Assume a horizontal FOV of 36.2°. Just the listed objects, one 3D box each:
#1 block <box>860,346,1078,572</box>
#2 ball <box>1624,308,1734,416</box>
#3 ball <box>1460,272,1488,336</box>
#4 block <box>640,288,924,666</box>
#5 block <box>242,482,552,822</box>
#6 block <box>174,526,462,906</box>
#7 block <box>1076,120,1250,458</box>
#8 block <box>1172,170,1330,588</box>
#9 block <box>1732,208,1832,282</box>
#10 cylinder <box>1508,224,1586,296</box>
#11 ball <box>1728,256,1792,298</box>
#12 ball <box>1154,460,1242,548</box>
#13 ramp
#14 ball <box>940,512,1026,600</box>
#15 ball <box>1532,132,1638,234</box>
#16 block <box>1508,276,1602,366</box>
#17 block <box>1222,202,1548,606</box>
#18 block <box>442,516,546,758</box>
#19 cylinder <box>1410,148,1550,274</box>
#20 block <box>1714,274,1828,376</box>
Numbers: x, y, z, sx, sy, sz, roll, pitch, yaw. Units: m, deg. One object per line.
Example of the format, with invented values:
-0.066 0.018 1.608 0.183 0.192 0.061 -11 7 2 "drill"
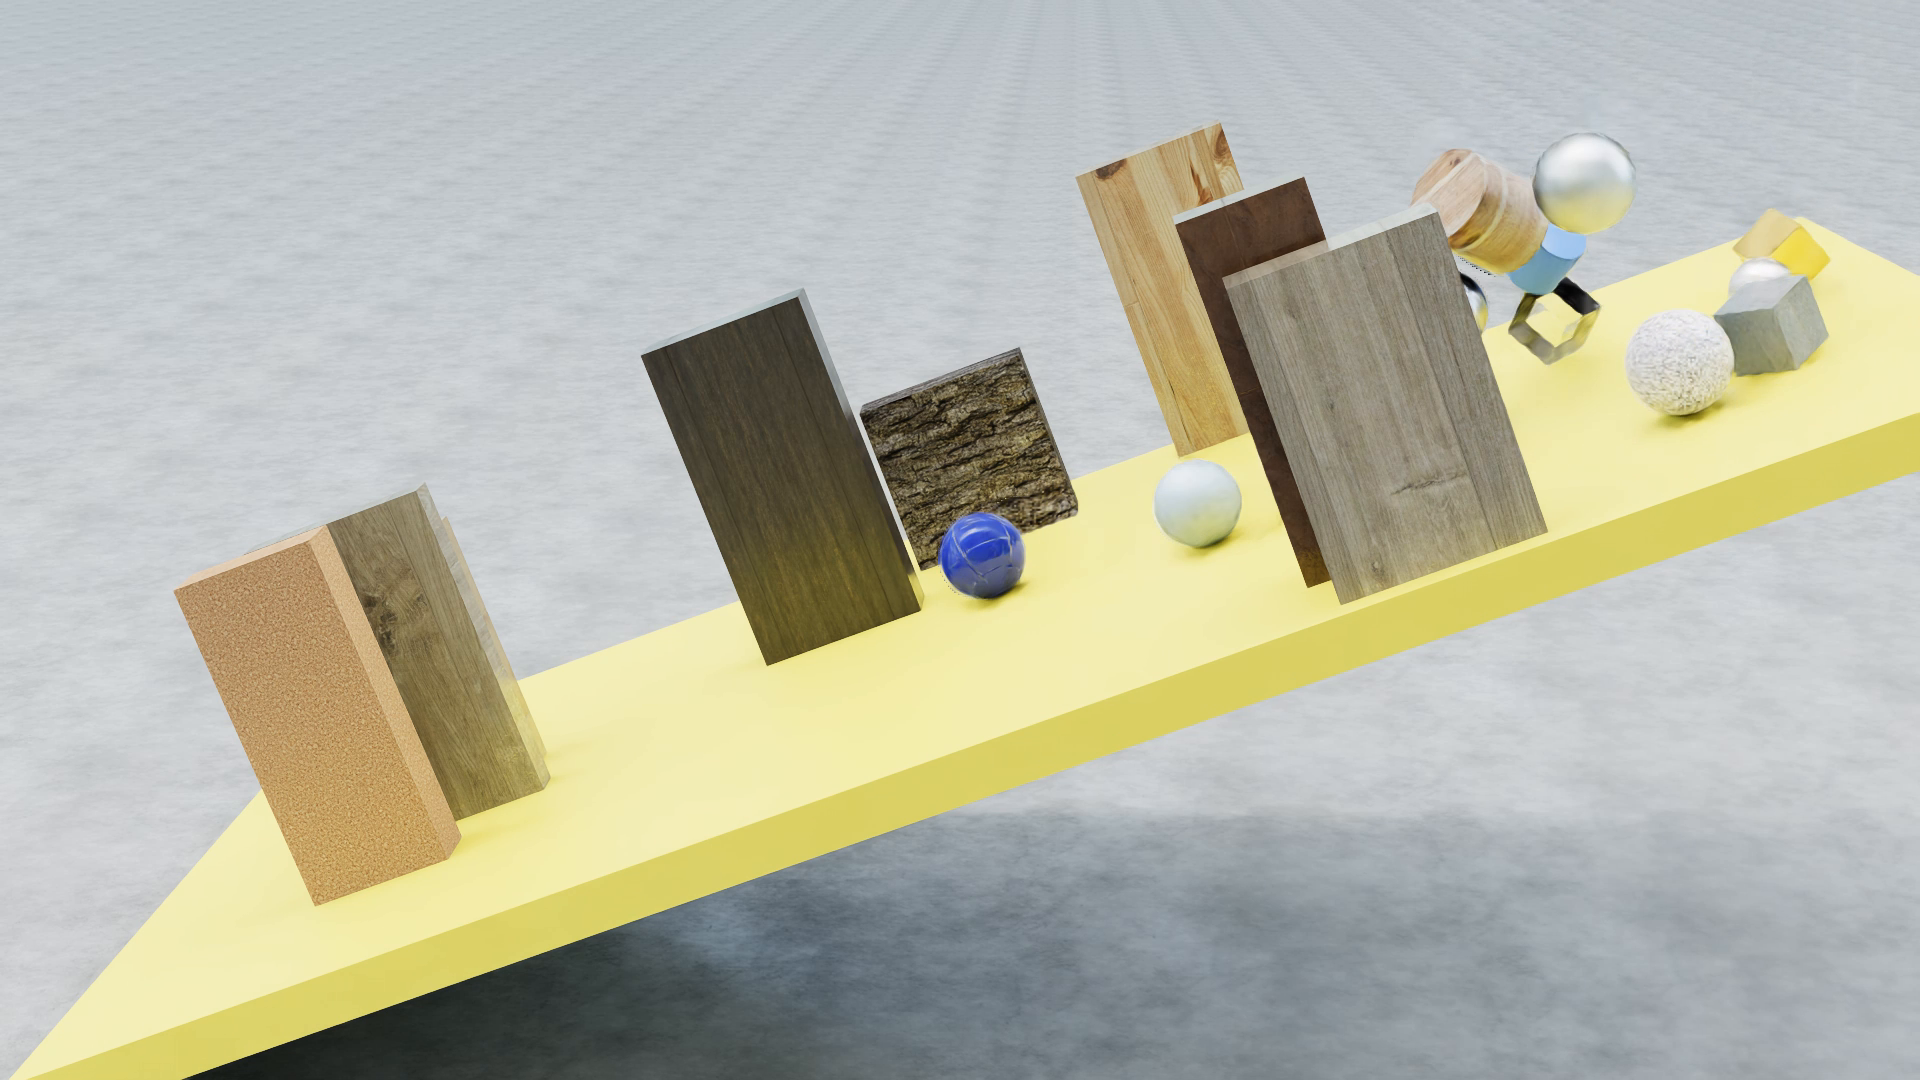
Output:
0.024 -0.189 6.876 0.394 0.400 0.119 -20 12 7 "block"
1.382 -0.342 5.653 0.205 0.205 0.205 0 13 0 "ball"
1.008 -0.473 6.134 0.184 0.184 0.184 0 13 0 "ball"
-0.387 -0.138 6.508 0.369 0.746 0.139 -20 12 7 "block"
-1.183 0.270 6.203 0.395 0.689 0.087 -20 12 7 "block"
-1.296 0.357 5.959 0.297 0.706 0.138 -20 12 7 "block"
0.566 -0.595 6.981 0.360 0.715 0.103 -20 12 7 "block"
0.638 -0.298 5.465 0.248 0.727 0.126 -20 12 7 "block"
1.746 -0.608 6.253 0.121 0.121 0.121 40 7 -28 "block"
1.262 -0.619 6.345 0.130 0.130 0.130 -7 -29 -26 "cylinder"
1.671 -0.522 6.130 0.137 0.137 0.137 0 13 0 "ball"
0.491 -0.076 6.075 0.182 0.182 0.182 0 13 0 "ball"
0.118 0.176 6.295 4.000 0.100 2.000 -20 12 7 "ramp"
0.051 0.034 6.344 0.187 0.187 0.187 0 13 0 "ball"
1.253 -0.716 5.901 0.206 0.206 0.206 0 13 0 "ball"
1.298 -0.482 6.419 0.124 0.124 0.124 -27 59 -34 "block"
0.763 -0.244 5.285 0.392 0.613 0.145 -20 12 7 "block"
-1.164 0.275 6.432 0.305 0.574 0.129 -20 12 7 "block"
1.082 -0.683 6.119 0.203 0.203 0.203 21 0 -34 "cylinder"
1.587 -0.419 5.755 0.137 0.137 0.137 -5 28 49 "block"
